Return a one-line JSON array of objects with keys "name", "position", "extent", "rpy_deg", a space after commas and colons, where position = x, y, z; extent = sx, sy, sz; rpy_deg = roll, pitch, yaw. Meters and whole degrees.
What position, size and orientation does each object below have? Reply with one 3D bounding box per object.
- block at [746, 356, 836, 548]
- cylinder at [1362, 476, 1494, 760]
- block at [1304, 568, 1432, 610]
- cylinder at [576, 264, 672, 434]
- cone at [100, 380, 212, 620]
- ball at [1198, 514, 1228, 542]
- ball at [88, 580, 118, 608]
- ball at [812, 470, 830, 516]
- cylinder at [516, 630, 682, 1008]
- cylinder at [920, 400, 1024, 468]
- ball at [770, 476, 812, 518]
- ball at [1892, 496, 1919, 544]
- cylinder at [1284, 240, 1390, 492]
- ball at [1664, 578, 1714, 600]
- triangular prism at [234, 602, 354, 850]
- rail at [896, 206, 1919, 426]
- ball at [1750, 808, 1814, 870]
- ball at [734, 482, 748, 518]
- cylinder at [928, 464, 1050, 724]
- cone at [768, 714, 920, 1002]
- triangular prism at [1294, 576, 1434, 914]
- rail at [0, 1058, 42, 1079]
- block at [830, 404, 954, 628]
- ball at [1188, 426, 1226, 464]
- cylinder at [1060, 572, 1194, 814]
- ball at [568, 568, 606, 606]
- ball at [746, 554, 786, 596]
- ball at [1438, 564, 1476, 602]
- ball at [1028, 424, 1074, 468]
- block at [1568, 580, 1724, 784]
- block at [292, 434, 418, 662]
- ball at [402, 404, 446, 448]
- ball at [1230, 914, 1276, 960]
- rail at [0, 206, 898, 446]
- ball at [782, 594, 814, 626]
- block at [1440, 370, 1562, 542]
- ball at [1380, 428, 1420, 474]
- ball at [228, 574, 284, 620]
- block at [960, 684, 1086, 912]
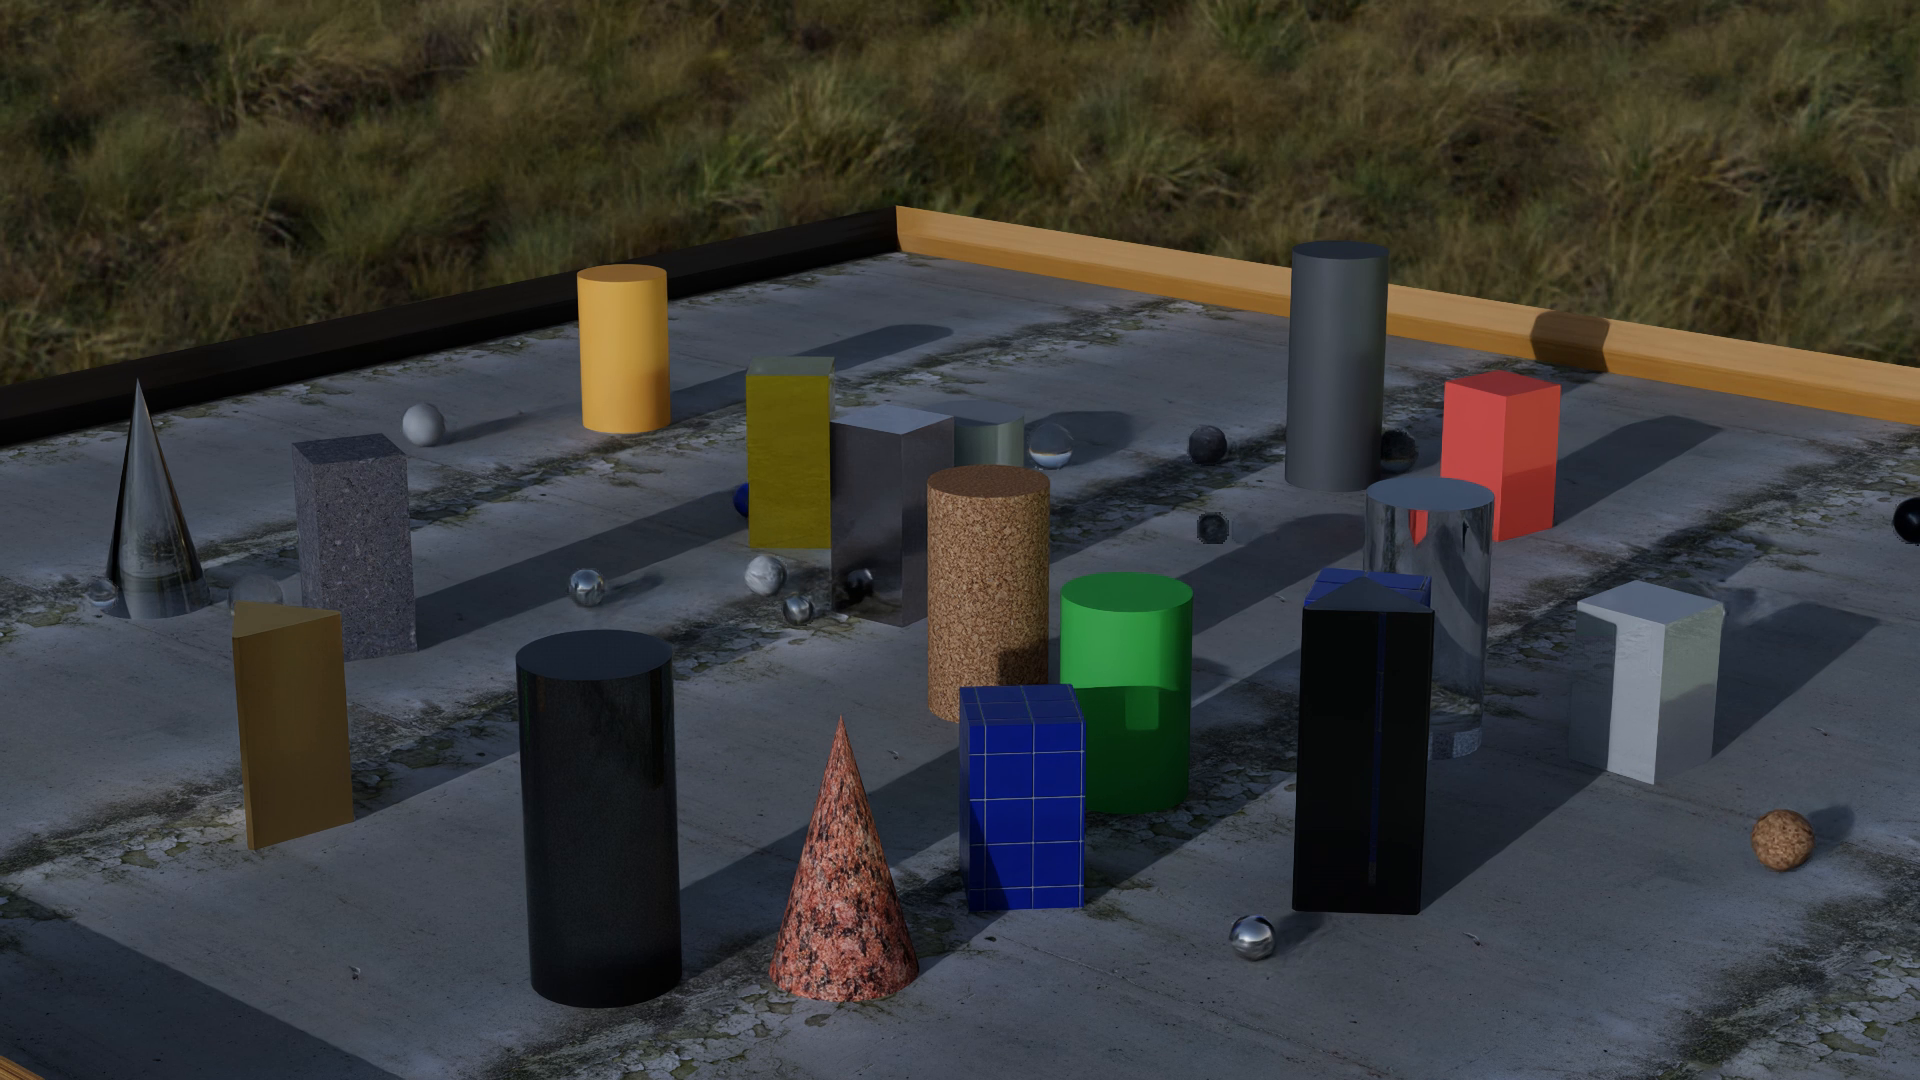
[{"name": "block", "position": [-0.310, -0.162, 5.411], "extent": [0.150, 0.326, 0.150], "rpy_deg": [0, 17, 2]}, {"name": "cylinder", "position": [0.695, 0.116, 4.388], "extent": [0.188, 0.386, 0.188], "rpy_deg": [0, 17, 0]}, {"name": "block", "position": [0.557, 0.236, 4.042], "extent": [0.150, 0.356, 0.150], "rpy_deg": [5, 17, 16]}, {"name": "cylinder", "position": [-0.712, -0.407, 6.223], "extent": [0.188, 0.324, 0.188], "rpy_deg": [0, 17, 0]}, {"name": "cone", "position": [-1.392, -0.084, 5.021], "extent": [0.188, 0.401, 0.188], "rpy_deg": [0, 17, 0]}, {"name": "ball", "position": [0.467, -0.022, 5.415], "extent": [0.054, 0.054, 0.054], "rpy_deg": [0, 17, 0]}, {"name": "ball", "position": [-1.457, 0.092, 4.983], "extent": [0.048, 0.048, 0.048], "rpy_deg": [0, 17, 0]}, {"name": "ball", "position": [-0.238, -0.090, 5.560], "extent": [0.088, 0.088, 0.088], "rpy_deg": [0, 17, 0]}, {"name": "cylinder", "position": [-0.440, 0.339, 3.585], "extent": [0.188, 0.422, 0.188], "rpy_deg": [0, 17, 0]}, {"name": "cylinder", "position": [0.019, -0.083, 5.206], "extent": [0.188, 0.293, 0.188], "rpy_deg": [0, 17, 0]}, {"name": "ball", "position": [-0.322, -0.081, 5.564], "extent": [0.081, 0.081, 0.081], "rpy_deg": [0, 17, 0]}, {"name": "ball", "position": [1.766, -0.037, 5.408], "extent": [0.086, 0.086, 0.086], "rpy_deg": [0, 17, 0]}, {"name": "cylinder", "position": [0.741, -0.342, 5.768], "extent": [0.188, 0.463, 0.188], "rpy_deg": [0, 17, 0]}, {"name": "ball", "position": [1.213, 0.111, 4.905], "extent": [0.094, 0.094, 0.094], "rpy_deg": [0, 17, 0]}, {"name": "triangular prism", "position": [-0.960, 0.248, 4.085], "extent": [0.163, 0.308, 0.141], "rpy_deg": [-15, 22, -40]}, {"name": "rail", "position": [1.433, -0.447, 6.700], "extent": [4.302, 0.122, 0.045], "rpy_deg": [14, 22, 39]}, {"name": "ball", "position": [1.110, 0.404, 3.955], "extent": [0.083, 0.083, 0.083], "rpy_deg": [0, 17, 0]}, {"name": "ball", "position": [-0.396, -0.076, 5.554], "extent": [0.069, 0.069, 0.069], "rpy_deg": [0, 17, 0]}, {"name": "cylinder", "position": [0.044, 0.084, 4.531], "extent": [0.188, 0.364, 0.188], "rpy_deg": [0, 17, 0]}, {"name": "cone", "position": [-0.145, 0.373, 3.615], "extent": [0.188, 0.339, 0.188], "rpy_deg": [0, 17, 0]}, {"name": "triangular prism", "position": [0.522, 0.267, 3.837], "extent": [0.163, 0.415, 0.141], "rpy_deg": [1, 17, 4]}, {"name": "rail", "position": [-1.433, 0.508, 3.541], "extent": [4.302, 0.122, 0.045], "rpy_deg": [14, 22, 39]}, {"name": "block", "position": [-0.115, -0.043, 4.997], "extent": [0.150, 0.337, 0.150], "rpy_deg": [12, 20, 34]}, {"name": "ball", "position": [0.501, -0.193, 5.938], "extent": [0.079, 0.079, 0.079], "rpy_deg": [0, 17, 0]}, {"name": "cylinder", "position": [0.237, 0.217, 4.198], "extent": [0.188, 0.301, 0.188], "rpy_deg": [0, 17, 0]}, {"name": "ball", "position": [-0.644, 0.082, 5.052], "extent": [0.065, 0.065, 0.065], "rpy_deg": [0, 17, 0]}, {"name": "ball", "position": [-0.338, 0.061, 5.110], "extent": [0.071, 0.071, 0.071], "rpy_deg": [0, 17, 0]}, {"name": "ball", "position": [0.861, 0.075, 5.075], "extent": [0.066, 0.066, 0.066], "rpy_deg": [0, 17, 0]}, {"name": "ball", "position": [0.182, -0.189, 5.903], "extent": [0.092, 0.092, 0.092], "rpy_deg": [0, 17, 0]}, {"name": "block", "position": [1.010, 0.208, 4.326], "extent": [0.150, 0.245, 0.150], "rpy_deg": [-15, 23, -41]}, {"name": "block", "position": [-0.994, 0.013, 4.812], "extent": [0.150, 0.337, 0.150], "rpy_deg": [-8, 19, -24]}, {"name": "ball", "position": [-1.110, -0.237, 6.065], "extent": [0.090, 0.090, 0.090], "rpy_deg": [0, 17, 0]}, {"name": "ball", "position": [0.367, 0.500, 3.684], "extent": [0.058, 0.058, 0.058], "rpy_deg": [0, 17, 0]}, {"name": "rail", "position": [-1.606, -0.373, 6.456], "extent": [0.045, 0.122, 4.418], "rpy_deg": [14, 22, 39]}, {"name": "ball", "position": [-0.274, 0.118, 4.957], "extent": [0.052, 0.052, 0.052], "rpy_deg": [0, 17, 0]}, {"name": "block", "position": [1.008, -0.159, 5.484], "extent": [0.150, 0.277, 0.150], "rpy_deg": [-13, 21, -36]}, {"name": "ball", "position": [0.875, -0.178, 5.871], "extent": [0.089, 0.089, 0.089], "rpy_deg": [0, 17, 0]}, {"name": "ball", "position": [-1.184, 0.104, 4.932], "extent": [0.092, 0.092, 0.092], "rpy_deg": [0, 17, 0]}, {"name": "block", "position": [0.081, 0.338, 3.872], "extent": [0.150, 0.257, 0.150], "rpy_deg": [-1, 17, -5]}]
